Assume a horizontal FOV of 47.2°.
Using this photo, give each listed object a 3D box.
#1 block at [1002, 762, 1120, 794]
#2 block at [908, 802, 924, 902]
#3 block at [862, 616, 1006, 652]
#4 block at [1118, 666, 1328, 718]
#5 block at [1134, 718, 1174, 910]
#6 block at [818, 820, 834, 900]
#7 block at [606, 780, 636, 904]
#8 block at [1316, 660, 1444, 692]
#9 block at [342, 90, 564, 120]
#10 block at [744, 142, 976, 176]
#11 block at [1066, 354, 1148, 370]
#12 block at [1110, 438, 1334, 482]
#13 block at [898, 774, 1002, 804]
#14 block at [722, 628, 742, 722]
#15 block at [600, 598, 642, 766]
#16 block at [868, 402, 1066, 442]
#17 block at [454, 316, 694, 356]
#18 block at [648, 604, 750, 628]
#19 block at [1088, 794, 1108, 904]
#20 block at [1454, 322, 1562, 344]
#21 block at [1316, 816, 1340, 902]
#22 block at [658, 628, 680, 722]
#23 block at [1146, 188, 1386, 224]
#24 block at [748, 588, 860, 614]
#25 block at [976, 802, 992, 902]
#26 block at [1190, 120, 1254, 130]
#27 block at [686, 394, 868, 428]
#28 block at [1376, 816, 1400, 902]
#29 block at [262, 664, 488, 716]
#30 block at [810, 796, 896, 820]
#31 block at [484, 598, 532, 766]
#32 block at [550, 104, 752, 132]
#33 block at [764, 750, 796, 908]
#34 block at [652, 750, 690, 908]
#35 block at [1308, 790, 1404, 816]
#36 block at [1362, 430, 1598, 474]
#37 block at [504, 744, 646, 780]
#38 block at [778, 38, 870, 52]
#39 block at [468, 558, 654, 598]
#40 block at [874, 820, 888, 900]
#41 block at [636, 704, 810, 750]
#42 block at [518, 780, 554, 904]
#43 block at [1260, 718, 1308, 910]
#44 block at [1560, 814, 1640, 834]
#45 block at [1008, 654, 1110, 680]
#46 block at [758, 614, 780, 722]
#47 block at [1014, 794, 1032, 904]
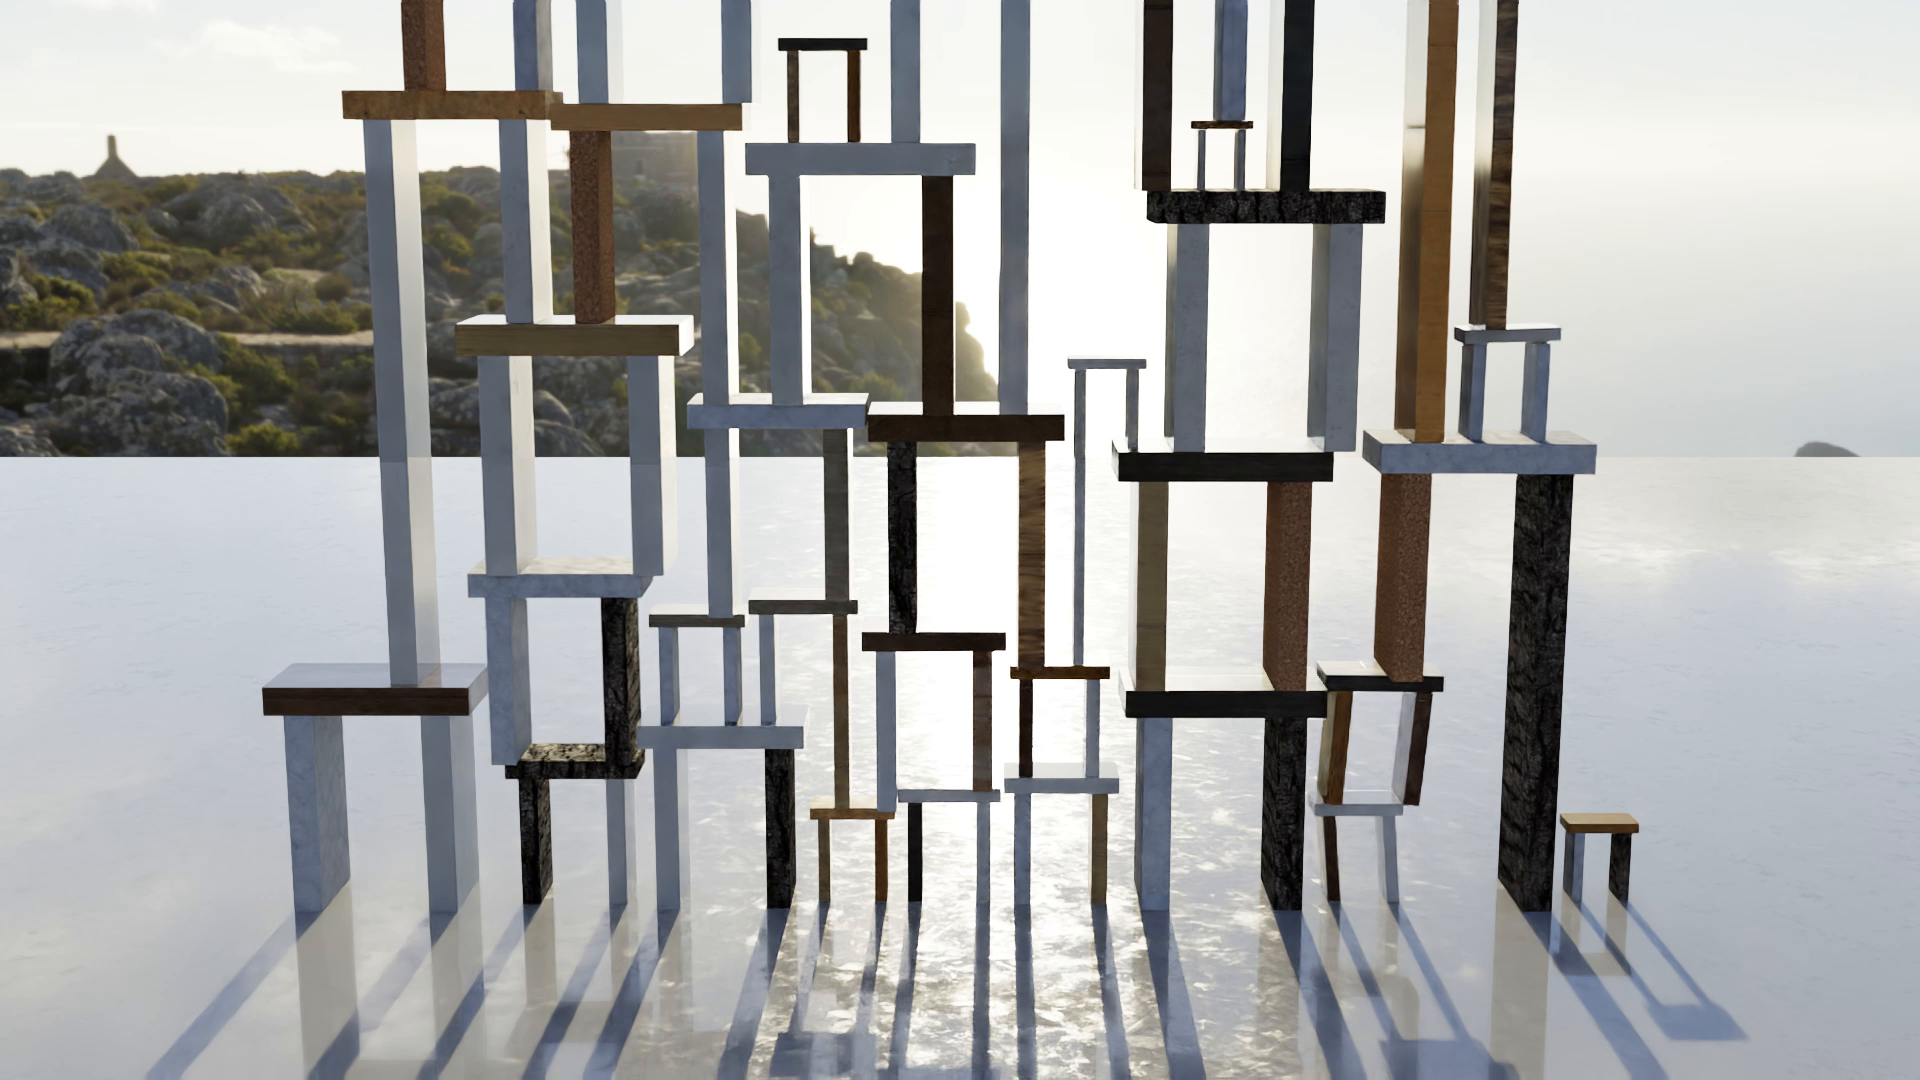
[{"bbox_3d":[0.166,0.392,3.630,0.188,0.027,0.094,0,11,0],"label":"block"},{"bbox_3d":[-0.074,0.506,3.658,0.024,0.169,0.085,0,11,0],"label":"block"},{"bbox_3d":[-0.042,0.153,3.593,0.234,0.033,0.117,0,10,0],"label":"block"},{"bbox_3d":[0.427,0.249,3.606,0.324,0.046,0.162,0,11,0],"label":"block"},{"bbox_3d":[0.319,0.431,3.640,0.046,0.324,0.162,0,11,0],"label":"block"},{"bbox_3d":[-0.223,0.521,3.656,0.020,0.140,0.070,0,11,0],"label":"block"},{"bbox_3d":[-0.562,0.484,3.653,0.030,0.213,0.107,0,11,0],"label":"block"},{"bbox_3d":[0.687,0.223,3.603,0.191,0.027,0.095,1,11,0],"label":"block"},{"bbox_3d":[-0.788,-0.679,3.436,0.311,0.044,0.156,0,11,0],"label":"block"},{"bbox_3d":[-0.152,-0.598,3.446,0.354,0.050,0.177,0,11,0],"label":"block"},{"bbox_3d":[0.233,-0.284,3.503,0.124,0.018,0.062,0,11,0],"label":"block"},{"bbox_3d":[0.418,-0.130,3.535,0.338,0.048,0.169,0,11,0],"label":"block"},{"bbox_3d":[-0.018,0.411,3.640,0.169,0.024,0.085,0,11,0],"label":"block"},{"bbox_3d":[-0.372,0.211,3.597,0.022,0.156,0.078,0,11,0],"label":"block"},{"bbox_3d":[-0.553,0.215,3.596,0.039,0.276,0.138,0,11,0],"label":"block"},{"bbox_3d":[0.011,-0.190,3.529,0.311,0.044,0.155,0,11,0],"label":"block"},{"bbox_3d":[-0.608,-0.325,3.494,0.348,0.049,0.174,0,11,0],"label":"block"},{"bbox_3d":[-0.424,0.123,3.581,0.156,0.022,0.078,0,11,0],"label":"block"},{"bbox_3d":[0.229,0.498,3.650,0.027,0.188,0.094,0,11,0],"label":"block"},{"bbox_3d":[0.870,-0.329,3.498,0.152,0.022,0.076,-2,11,0],"label":"block"},{"bbox_3d":[0.612,0.518,3.655,0.021,0.146,0.073,-5,11,1],"label":"block"},{"bbox_3d":[-0.475,0.211,3.597,0.022,0.156,0.078,0,11,0],"label":"block"},{"bbox_3d":[0.478,-0.527,3.466,0.354,0.050,0.177,0,11,0],"label":"block"},{"bbox_3d":[-0.252,0.100,3.580,0.177,0.025,0.089,0,11,0],"label":"block"},{"bbox_3d":[0.039,0.506,3.658,0.024,0.169,0.085,0,11,0],"label":"block"},{"bbox_3d":[0.409,-0.648,3.434,0.094,0.013,0.047,0,11,1],"label":"block"},{"bbox_3d":[-0.289,-0.207,3.523,0.280,0.040,0.140,0,11,0],"label":"block"},{"bbox_3d":[0.710,0.518,3.655,0.021,0.146,0.073,-5,11,1],"label":"block"},{"bbox_3d":[-0.952,0.244,3.601,0.329,0.047,0.165,0,11,0],"label":"block"},{"bbox_3d":[-0.177,0.443,3.642,0.140,0.020,0.070,0,11,0],"label":"block"},{"bbox_3d":[-0.737,0.215,3.595,0.039,0.276,0.138,0,11,0],"label":"block"},{"bbox_3d":[-0.480,-0.660,3.432,0.294,0.042,0.147,0,11,0],"label":"block"},{"bbox_3d":[-0.297,0.458,3.641,0.038,0.270,0.135,0,11,0],"label":"block"},{"bbox_3d":[-0.477,0.458,3.641,0.038,0.270,0.135,0,11,0],"label":"block"},{"bbox_3d":[0.654,0.435,3.639,0.146,0.021,0.073,0,11,0],"label":"block"},{"bbox_3d":[0.829,-0.142,3.529,0.337,0.048,0.168,0,11,0],"label":"block"},{"bbox_3d":[-0.634,0.365,3.630,0.213,0.030,0.107,0,11,0],"label":"block"},{"bbox_3d":[-0.211,-0.769,3.415,0.139,0.020,0.069,0,11,1],"label":"block"},{"bbox_3d":[-0.645,0.060,3.567,0.276,0.039,0.138,0,11,0],"label":"block"},{"bbox_3d":[-0.130,0.521,3.656,0.020,0.140,0.070,0,11,0],"label":"block"},{"bbox_3d":[-0.387,0.306,3.613,0.270,0.038,0.135,0,11,0],"label":"block"},{"bbox_3d":[-0.704,0.484,3.653,0.030,0.213,0.107,0,11,0],"label":"block"},{"bbox_3d":[0.535,0.431,3.640,0.046,0.324,0.162,0,11,0],"label":"block"},{"bbox_3d":[1.059,0.469,3.644,0.115,0.016,0.058,0,11,0],"label":"block"},{"bbox_3d":[0.162,0.207,3.598,0.163,0.023,0.081,0,11,0],"label":"block"},{"bbox_3d":[-0.311,0.199,3.598,0.025,0.177,0.089,0,11,0],"label":"block"},{"bbox_3d":[0.103,0.498,3.650,0.027,0.188,0.094,0,11,0],"label":"block"}]
